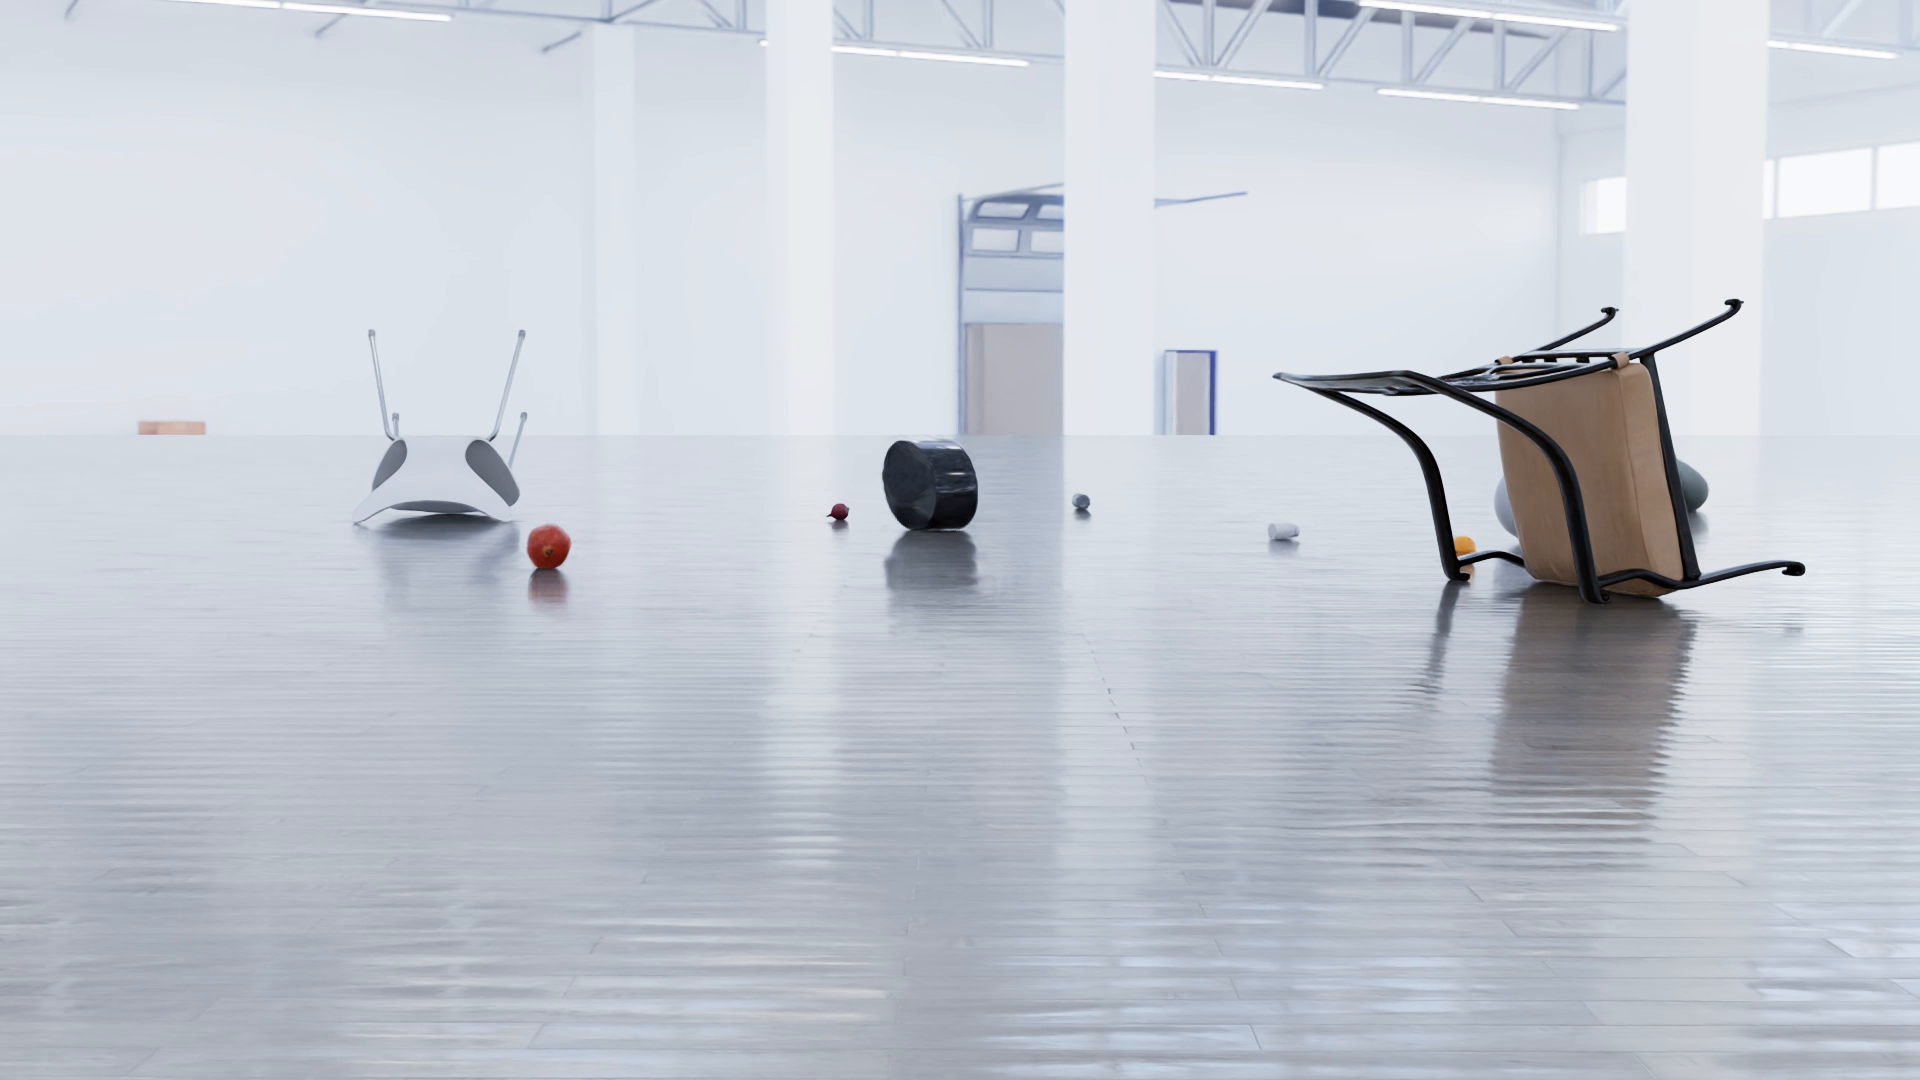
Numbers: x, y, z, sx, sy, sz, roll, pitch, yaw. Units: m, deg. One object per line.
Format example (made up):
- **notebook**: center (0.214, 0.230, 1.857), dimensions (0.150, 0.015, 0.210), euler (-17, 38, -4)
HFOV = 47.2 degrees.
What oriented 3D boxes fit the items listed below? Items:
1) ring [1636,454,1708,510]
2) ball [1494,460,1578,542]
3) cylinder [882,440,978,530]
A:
- **ring**: center (2.641, -0.215, 8.153), dimensions (0.275, 0.120, 0.362), euler (34, 0, 11)
- **ball**: center (1.687, -0.114, 6.447), dimensions (0.241, 0.241, 0.241), euler (0, 4, 0)
- **cylinder**: center (-0.095, -0.177, 7.019), dimensions (0.168, 0.313, 0.257), euler (-3, -40, -37)
